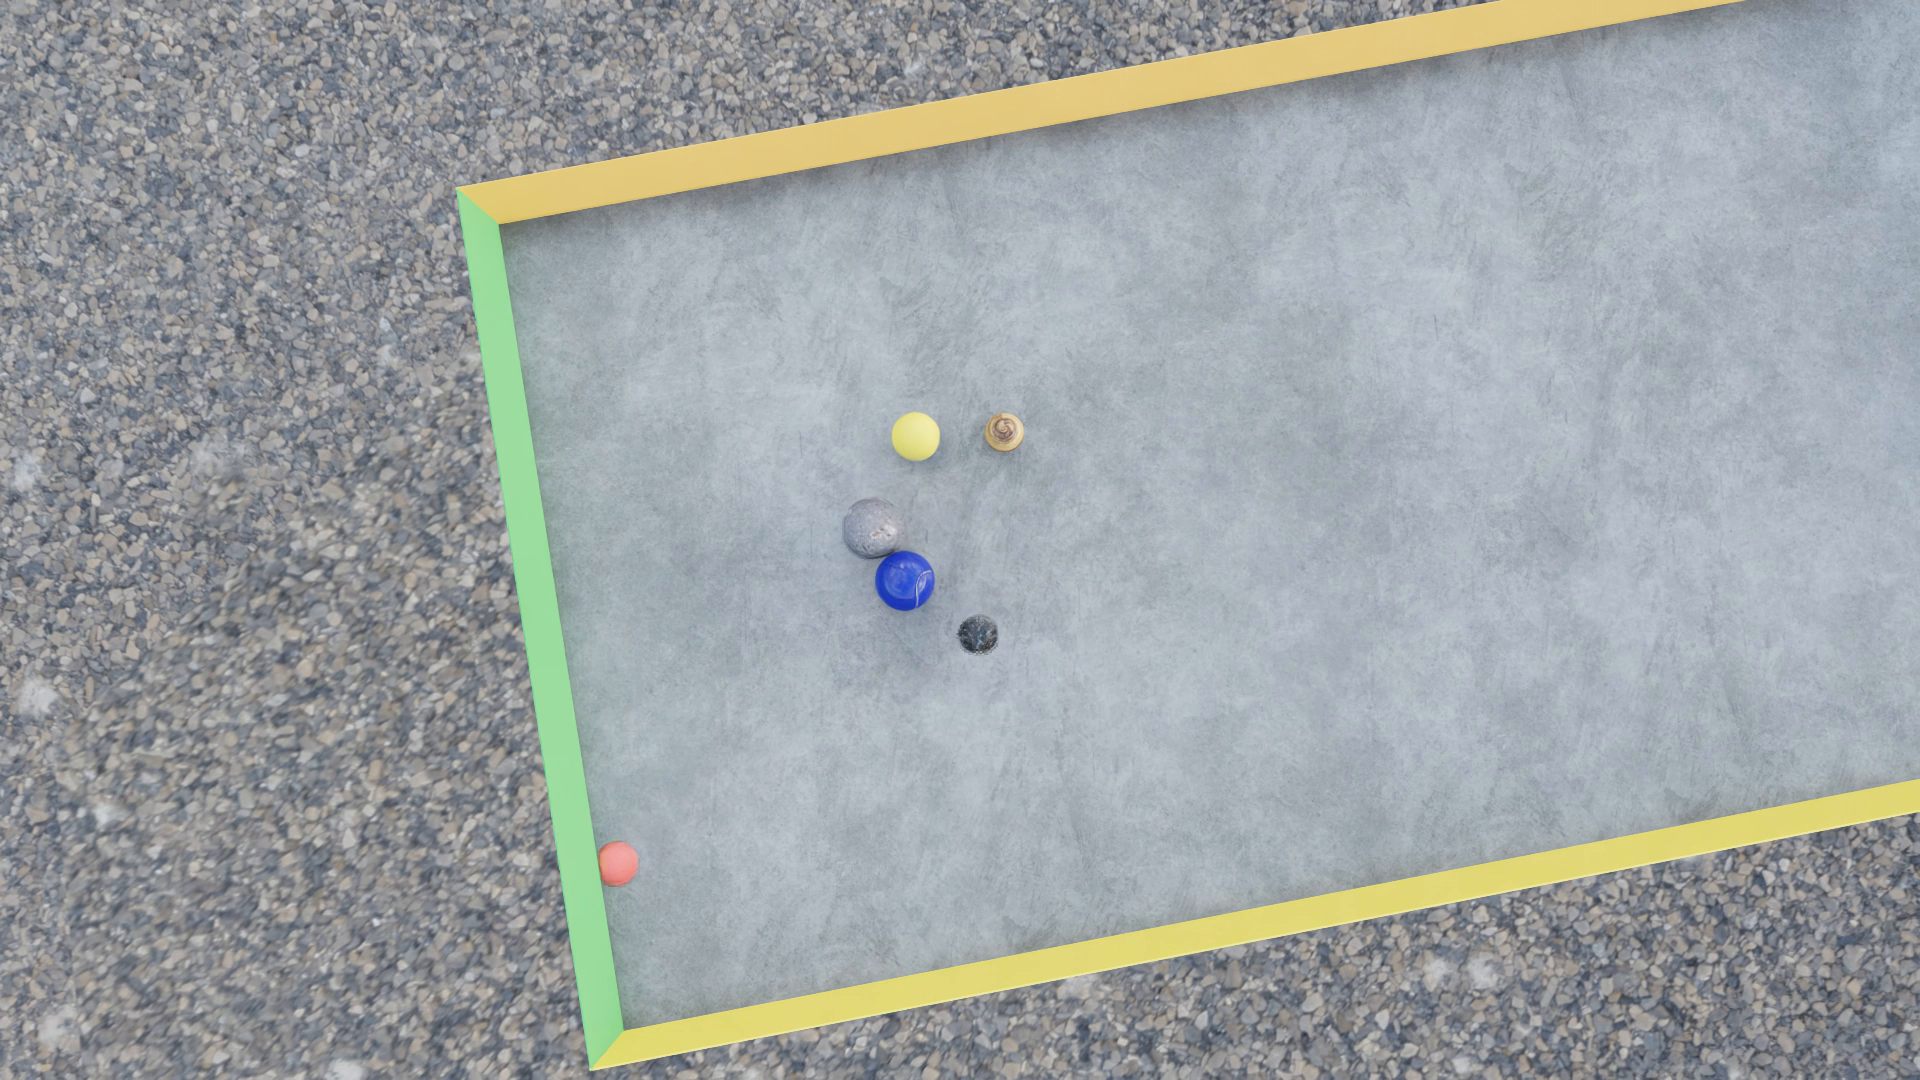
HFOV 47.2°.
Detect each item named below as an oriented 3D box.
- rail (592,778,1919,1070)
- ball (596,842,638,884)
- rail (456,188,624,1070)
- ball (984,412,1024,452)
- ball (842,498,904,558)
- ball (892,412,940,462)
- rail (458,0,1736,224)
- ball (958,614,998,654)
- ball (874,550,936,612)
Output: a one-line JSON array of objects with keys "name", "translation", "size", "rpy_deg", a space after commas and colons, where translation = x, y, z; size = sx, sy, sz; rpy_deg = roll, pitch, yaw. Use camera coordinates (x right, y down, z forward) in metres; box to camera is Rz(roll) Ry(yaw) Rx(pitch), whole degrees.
[{"name": "rail", "translation": [0.759, 0.490, 3.175], "size": [2.605, 0.120, 0.045], "rpy_deg": [-11, 78, -2]}, {"name": "ball", "translation": [-0.500, 0.471, 3.209], "size": [0.063, 0.063, 0.063], "rpy_deg": [0, 78, 0]}, {"name": "rail", "translation": [-0.616, 0.110, 3.254], "size": [0.045, 0.120, 1.325], "rpy_deg": [-11, 78, -2]}, {"name": "ball", "translation": [0.068, -0.163, 3.343], "size": [0.060, 0.060, 0.060], "rpy_deg": [0, 78, 0]}, {"name": "ball", "translation": [-0.129, -0.018, 3.297], "size": [0.092, 0.092, 0.092], "rpy_deg": [0, 78, 0]}, {"name": "ball", "translation": [-0.067, -0.156, 3.335], "size": [0.074, 0.074, 0.074], "rpy_deg": [0, 78, 0]}, {"name": "rail", "translation": [0.520, -0.738, 3.433], "size": [2.605, 0.120, 0.045], "rpy_deg": [-11, 78, -2]}, {"name": "ball", "translation": [0.027, 0.140, 3.280], "size": [0.059, 0.059, 0.059], "rpy_deg": [0, 78, 0]}, {"name": "ball", "translation": [-0.082, 0.061, 3.281], "size": [0.090, 0.090, 0.090], "rpy_deg": [0, 78, 0]}]
